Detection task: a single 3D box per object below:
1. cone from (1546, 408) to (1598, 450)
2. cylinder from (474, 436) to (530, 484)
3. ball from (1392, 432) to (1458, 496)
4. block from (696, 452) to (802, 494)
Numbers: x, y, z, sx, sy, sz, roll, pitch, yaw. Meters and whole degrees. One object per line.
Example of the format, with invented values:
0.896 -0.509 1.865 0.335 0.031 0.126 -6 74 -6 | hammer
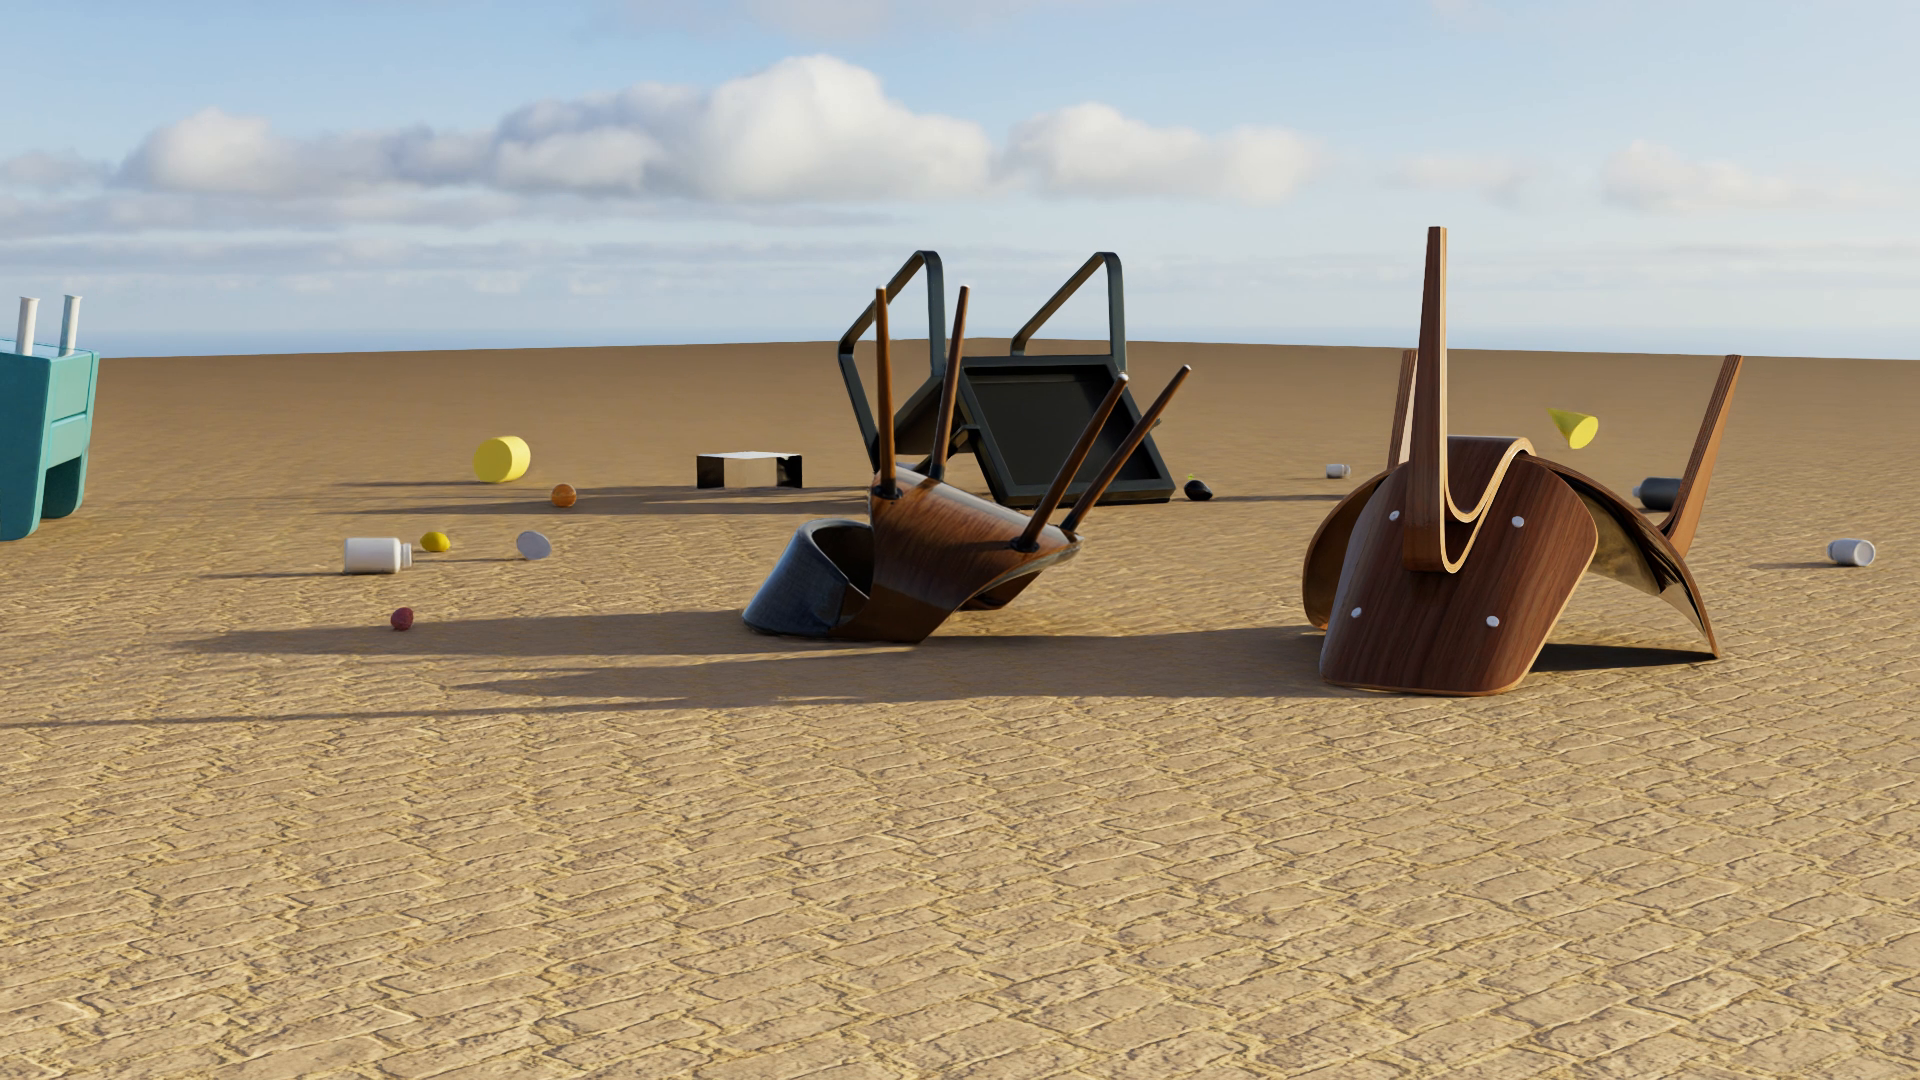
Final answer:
2.299 -0.457 9.765 0.164 0.144 0.205 -6 35 -43 | cone
-1.465 -0.256 8.209 0.129 0.147 0.136 35 13 9 | cylinder
1.393 -0.228 7.690 0.192 0.192 0.192 0 6 0 | ball
-0.652 -0.211 7.950 0.224 0.105 0.236 5 8 42 | block
